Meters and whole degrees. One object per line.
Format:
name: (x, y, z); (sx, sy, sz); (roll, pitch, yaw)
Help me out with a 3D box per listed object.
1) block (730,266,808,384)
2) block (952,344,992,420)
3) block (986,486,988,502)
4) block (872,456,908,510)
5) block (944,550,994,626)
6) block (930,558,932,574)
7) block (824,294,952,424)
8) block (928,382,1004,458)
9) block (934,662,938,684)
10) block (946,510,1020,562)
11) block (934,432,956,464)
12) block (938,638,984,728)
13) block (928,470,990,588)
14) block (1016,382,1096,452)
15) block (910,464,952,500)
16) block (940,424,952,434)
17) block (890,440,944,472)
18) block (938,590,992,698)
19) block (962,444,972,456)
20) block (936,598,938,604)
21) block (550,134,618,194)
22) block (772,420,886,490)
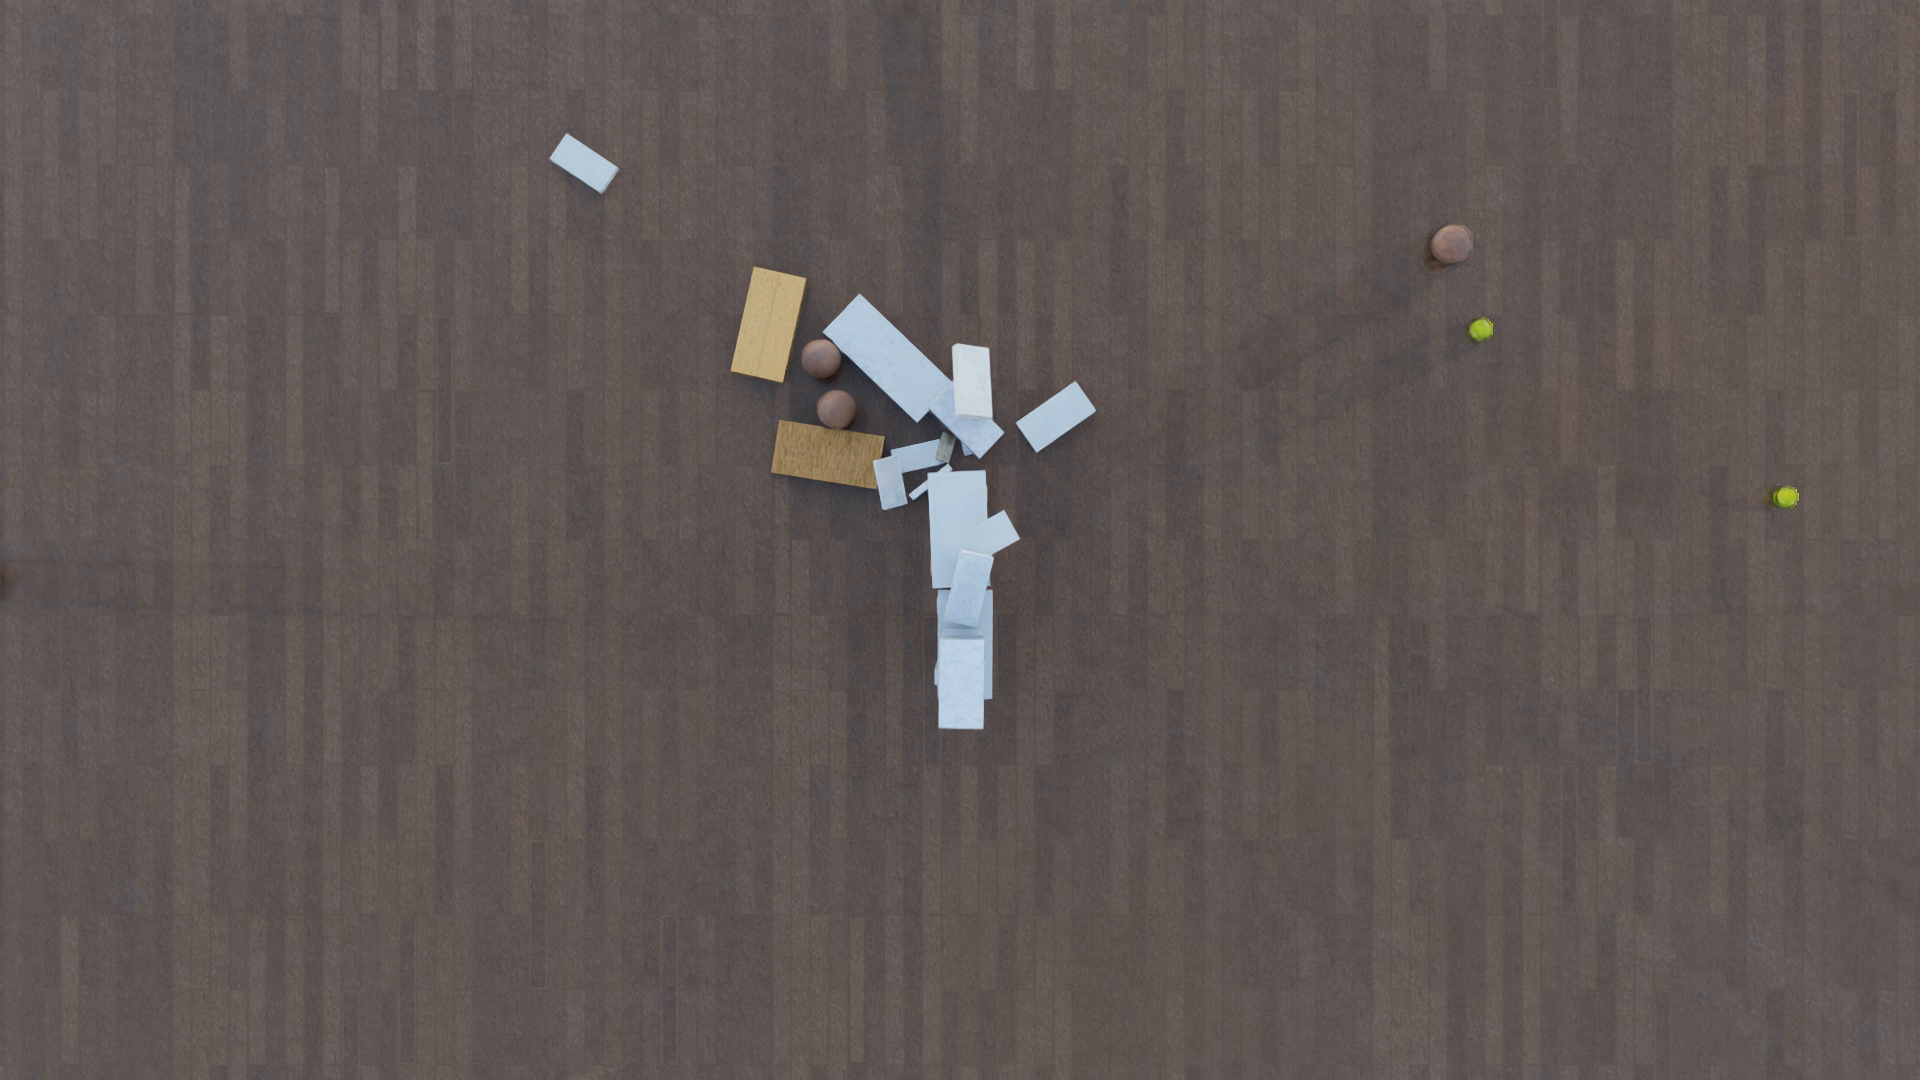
block: (-0.633, -0.712, 5.475); (0.176, 0.050, 0.353); (13, 90, 0)
block: (0.041, -0.520, 5.429); (0.121, 0.034, 0.241); (5, 75, -29)
block: (-0.004, -0.148, 5.321); (0.178, 0.356, 0.050); (-1, 92, 0)
block: (-0.231, -0.191, 5.456); (0.082, 0.023, 0.165); (-16, 104, -21)
block: (0.026, 0.149, 5.067); (0.101, 0.029, 0.224); (12, 103, -11)
block: (-0.003, 0.083, 5.322); (0.178, 0.356, 0.050); (0, 90, 0)
block: (-0.237, -0.601, 5.475); (0.432, 0.050, 0.176); (44, 90, 0)
block: (0.019, -0.396, 5.451); (0.241, 0.034, 0.121); (45, 84, -13)
block: (0.005, 0.429, 5.331); (0.169, 0.338, 0.048); (0, 90, 0)
block: (0.071, 0.001, 5.078); (0.203, 0.029, 0.101); (-29, 90, 0)
block: (-0.048, -0.306, 5.476); (0.048, 0.014, 0.095); (20, 78, -20)
block: (0.005, 0.421, 4.837); (0.130, 0.037, 0.259); (1, 90, 0)
block: (-0.003, -0.033, 5.118); (0.178, 0.050, 0.356); (-2, 90, 0)
block: (0.319, -0.409, 5.483); (0.241, 0.034, 0.121); (-35, 90, 0)
block: (-0.096, -0.191, 5.459); (0.165, 0.082, 0.023); (-38, 90, 0)
block: (-0.026, -0.403, 5.493); (0.048, 0.014, 0.095); (27, 90, 0)
block: (-0.141, -0.277, 5.488); (0.165, 0.023, 0.082); (-13, 90, 0)
block: (0.016, 0.323, 5.139); (0.169, 0.048, 0.338); (0, 90, 0)
block: (0.026, -0.332, 5.493); (0.048, 0.014, 0.095); (-15, 90, 0)
block: (0.013, 0.205, 5.331); (0.169, 0.338, 0.048); (-1, 90, 0)
block: (-1.250, -1.251, 5.486); (0.203, 0.029, 0.101); (34, 90, 0)
block: (-0.437, -0.283, 5.475); (0.353, 0.050, 0.176); (9, 90, 0)
